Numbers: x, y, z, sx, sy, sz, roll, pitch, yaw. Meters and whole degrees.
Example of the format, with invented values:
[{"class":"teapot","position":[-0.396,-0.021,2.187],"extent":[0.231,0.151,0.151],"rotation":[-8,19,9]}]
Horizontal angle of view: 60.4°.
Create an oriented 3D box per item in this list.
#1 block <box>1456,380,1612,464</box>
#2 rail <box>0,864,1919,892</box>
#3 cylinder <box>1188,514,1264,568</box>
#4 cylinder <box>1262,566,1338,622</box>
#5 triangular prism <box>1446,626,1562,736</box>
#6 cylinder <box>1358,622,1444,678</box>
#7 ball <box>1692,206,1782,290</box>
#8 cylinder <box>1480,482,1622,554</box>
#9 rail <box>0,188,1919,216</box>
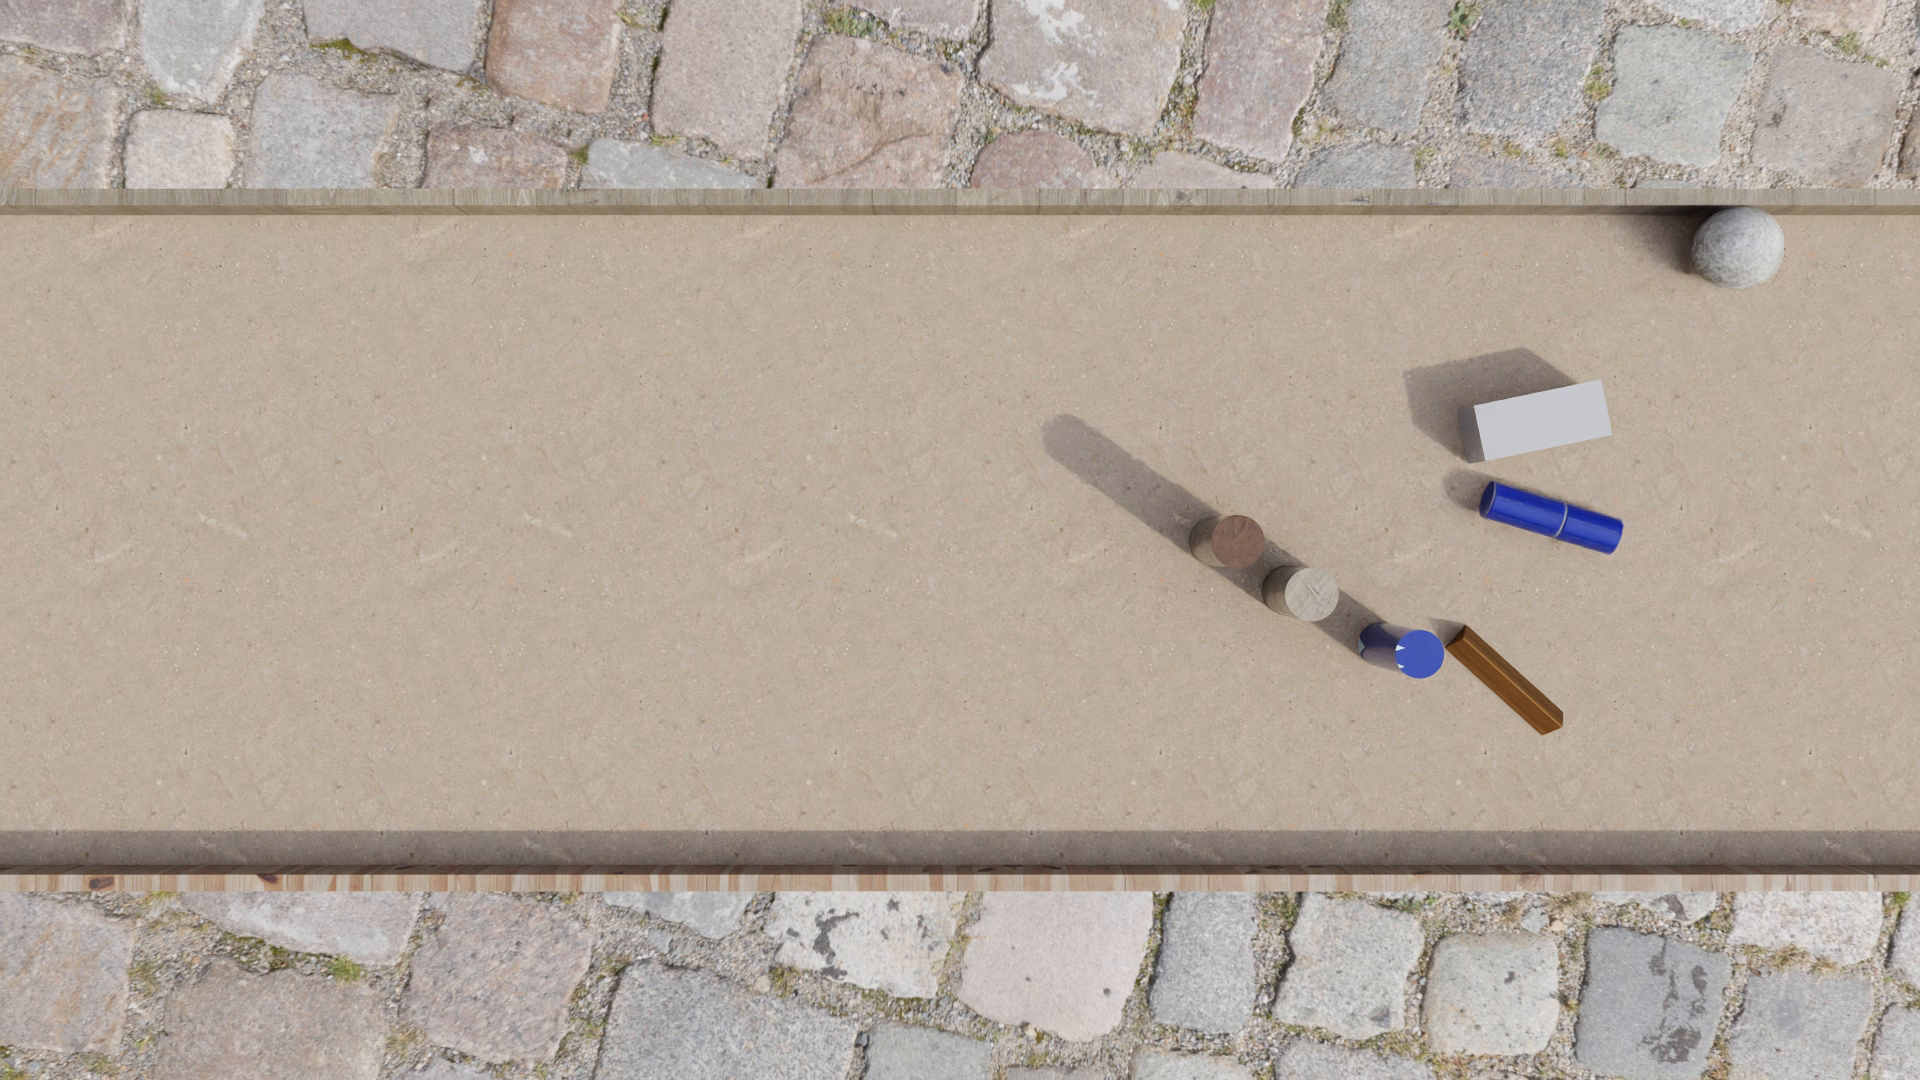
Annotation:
[{"class":"block","position":[1.735,-0.356,4.992],"extent":[0.386,0.168,0.168],"rotation":[-12,90,0]},{"class":"rail","position":[-2.247,1.025,5.001],"extent":[12.000,0.150,0.050],"rotation":[0,90,0]},{"class":"cylinder","position":[0.780,0.005,4.852],"extent":[0.151,0.449,0.151],"rotation":[0,90,0]},{"class":"cylinder","position":[1.005,0.156,4.895],"extent":[0.154,0.363,0.154],"rotation":[0,90,0]},{"class":"triangular prism","position":[1.673,0.431,5.033],"extent":[0.402,0.083,0.095],"rotation":[42,90,0]},{"class":"cylinder","position":[1.293,0.321,4.857],"extent":[0.137,0.438,0.137],"rotation":[0,90,0]},{"class":"ball","position":[2.332,-0.877,4.953],"extent":[0.247,0.247,0.247],"rotation":[0,90,0]},{"class":"cylinder","position":[1.797,-0.066,5.020],"extent":[0.403,0.112,0.112],"rotation":[17,90,0]},{"class":"rail","position":[-2.247,-1.025,5.002],"extent":[12.000,0.150,0.050],"rotation":[0,90,0]}]
